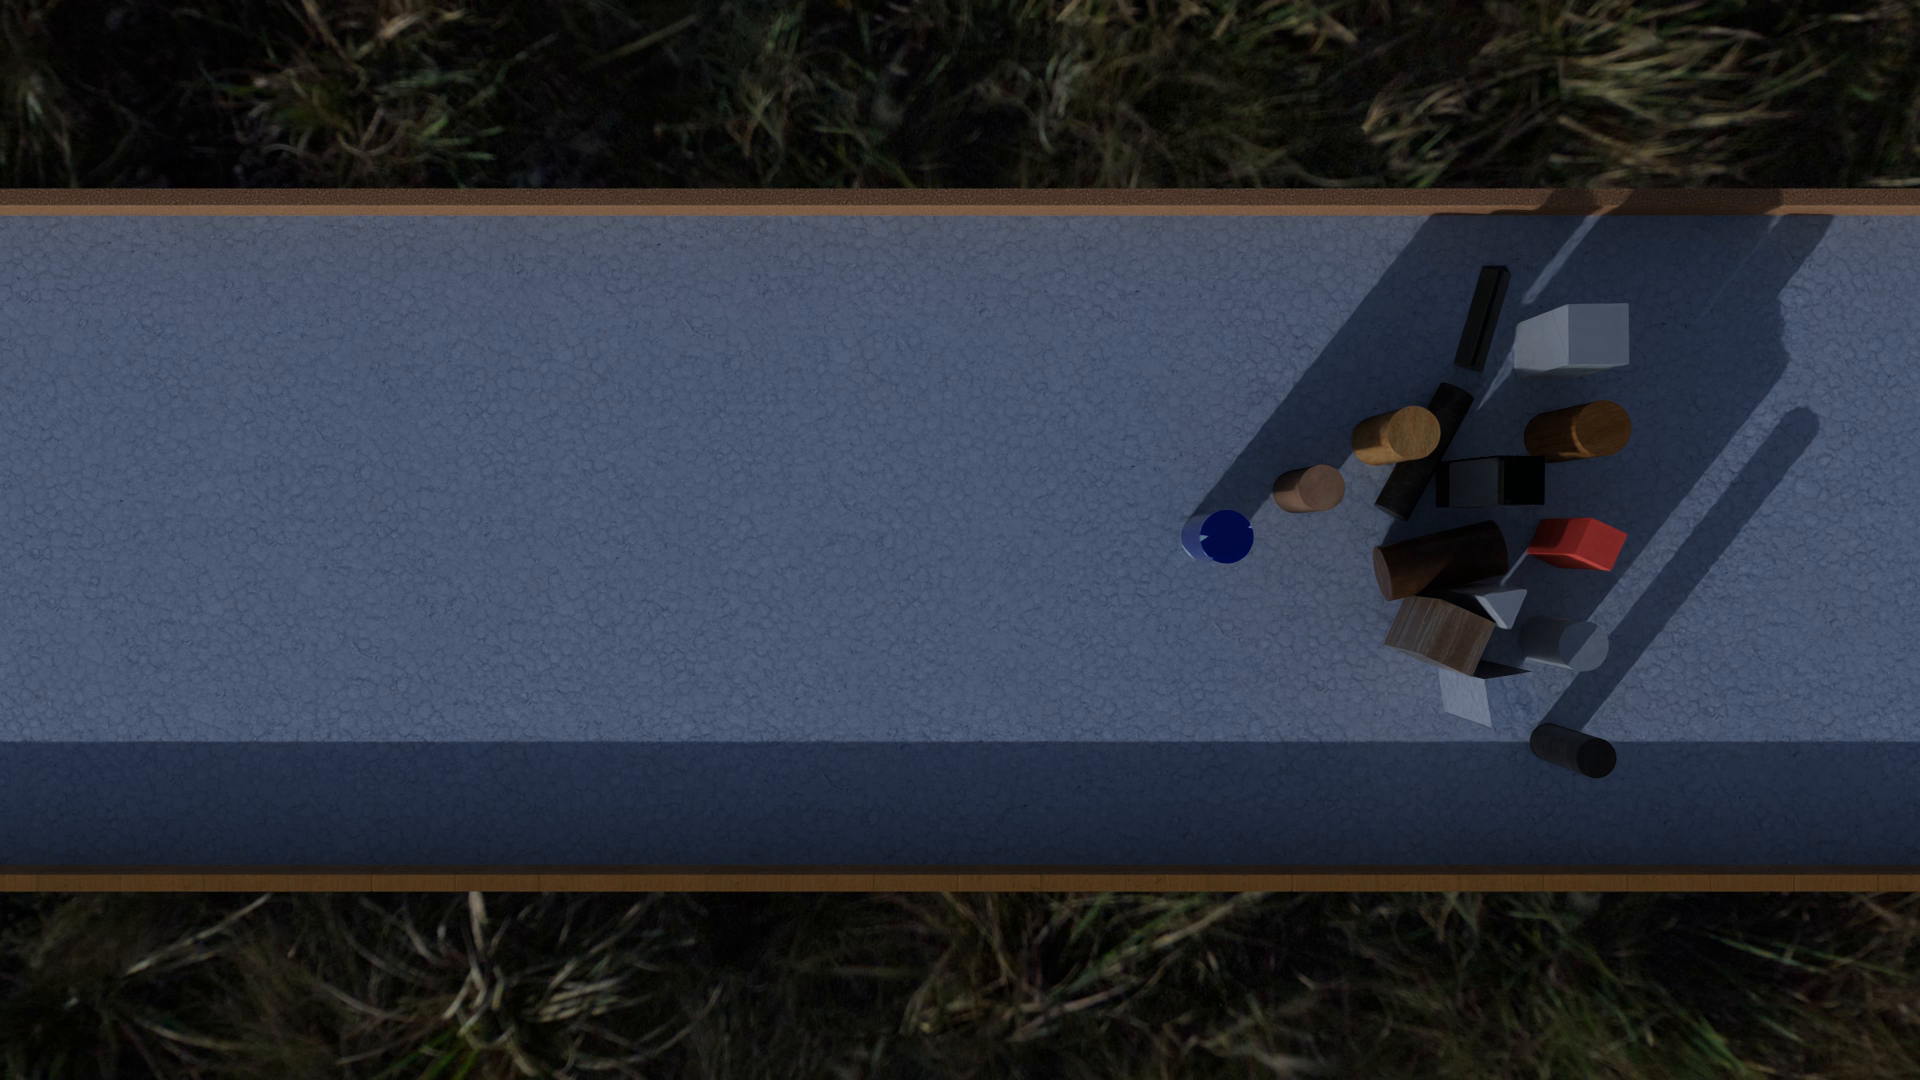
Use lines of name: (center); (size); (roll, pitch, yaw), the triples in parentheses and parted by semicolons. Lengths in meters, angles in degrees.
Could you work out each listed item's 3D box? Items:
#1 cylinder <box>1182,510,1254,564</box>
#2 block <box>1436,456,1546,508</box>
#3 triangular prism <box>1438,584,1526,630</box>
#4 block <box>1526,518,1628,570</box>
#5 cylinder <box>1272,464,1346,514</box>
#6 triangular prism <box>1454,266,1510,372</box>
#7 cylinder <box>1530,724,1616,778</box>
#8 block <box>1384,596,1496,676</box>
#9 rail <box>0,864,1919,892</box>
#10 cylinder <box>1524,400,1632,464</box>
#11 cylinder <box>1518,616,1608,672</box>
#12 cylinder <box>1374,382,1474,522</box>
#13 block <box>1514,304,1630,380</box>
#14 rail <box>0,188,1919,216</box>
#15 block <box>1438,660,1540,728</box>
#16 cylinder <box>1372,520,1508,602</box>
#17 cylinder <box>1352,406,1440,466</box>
cylinder: (0.756, -0.009, 4.875); (0.152, 0.403, 0.152); (0, 90, 0)
block: (1.553, -0.169, 4.851); (0.138, 0.439, 0.138); (1, 90, -6)
triangular prism: (1.545, 0.168, 4.847); (0.104, 0.458, 0.120); (-37, 91, 0)
block: (1.818, 0.011, 4.877); (0.114, 0.400, 0.114); (24, 90, 0)
cylinder: (1.028, -0.148, 4.879); (0.132, 0.394, 0.132); (0, 90, 0)
triangular prism: (1.606, -0.678, 5.035); (0.092, 0.079, 0.315); (17, 90, 0)
cylinder: (1.811, 0.621, 4.885); (0.115, 0.383, 0.115); (0, 90, 0)
block: (1.414, 0.279, 4.883); (0.168, 0.387, 0.168); (24, 90, 0)
rail: (-2.247, 1.025, 5.001); (12.000, 0.150, 0.050); (0, 90, 0)
cylinder: (1.814, -0.315, 4.862); (0.157, 0.429, 0.157); (0, 90, 0)
cylinder: (1.791, 0.305, 4.907); (0.145, 0.338, 0.145); (0, 90, 0)
cylinder: (1.413, -0.267, 5.021); (0.111, 0.111, 0.422); (29, 90, 0)
block: (1.791, -0.578, 4.851); (0.170, 0.451, 0.170); (-1, 90, 0)
rail: (-2.247, -1.025, 5.002); (12.000, 0.150, 0.050); (0, 90, 0)
block: (1.550, 0.448, 4.852); (0.138, 0.448, 0.138); (-9, 90, 0)
cylinder: (1.452, 0.063, 4.991); (0.358, 0.170, 0.170); (-13, 90, 0)
cylinder: (1.281, -0.304, 4.867); (0.152, 0.419, 0.152); (0, 90, 0)
